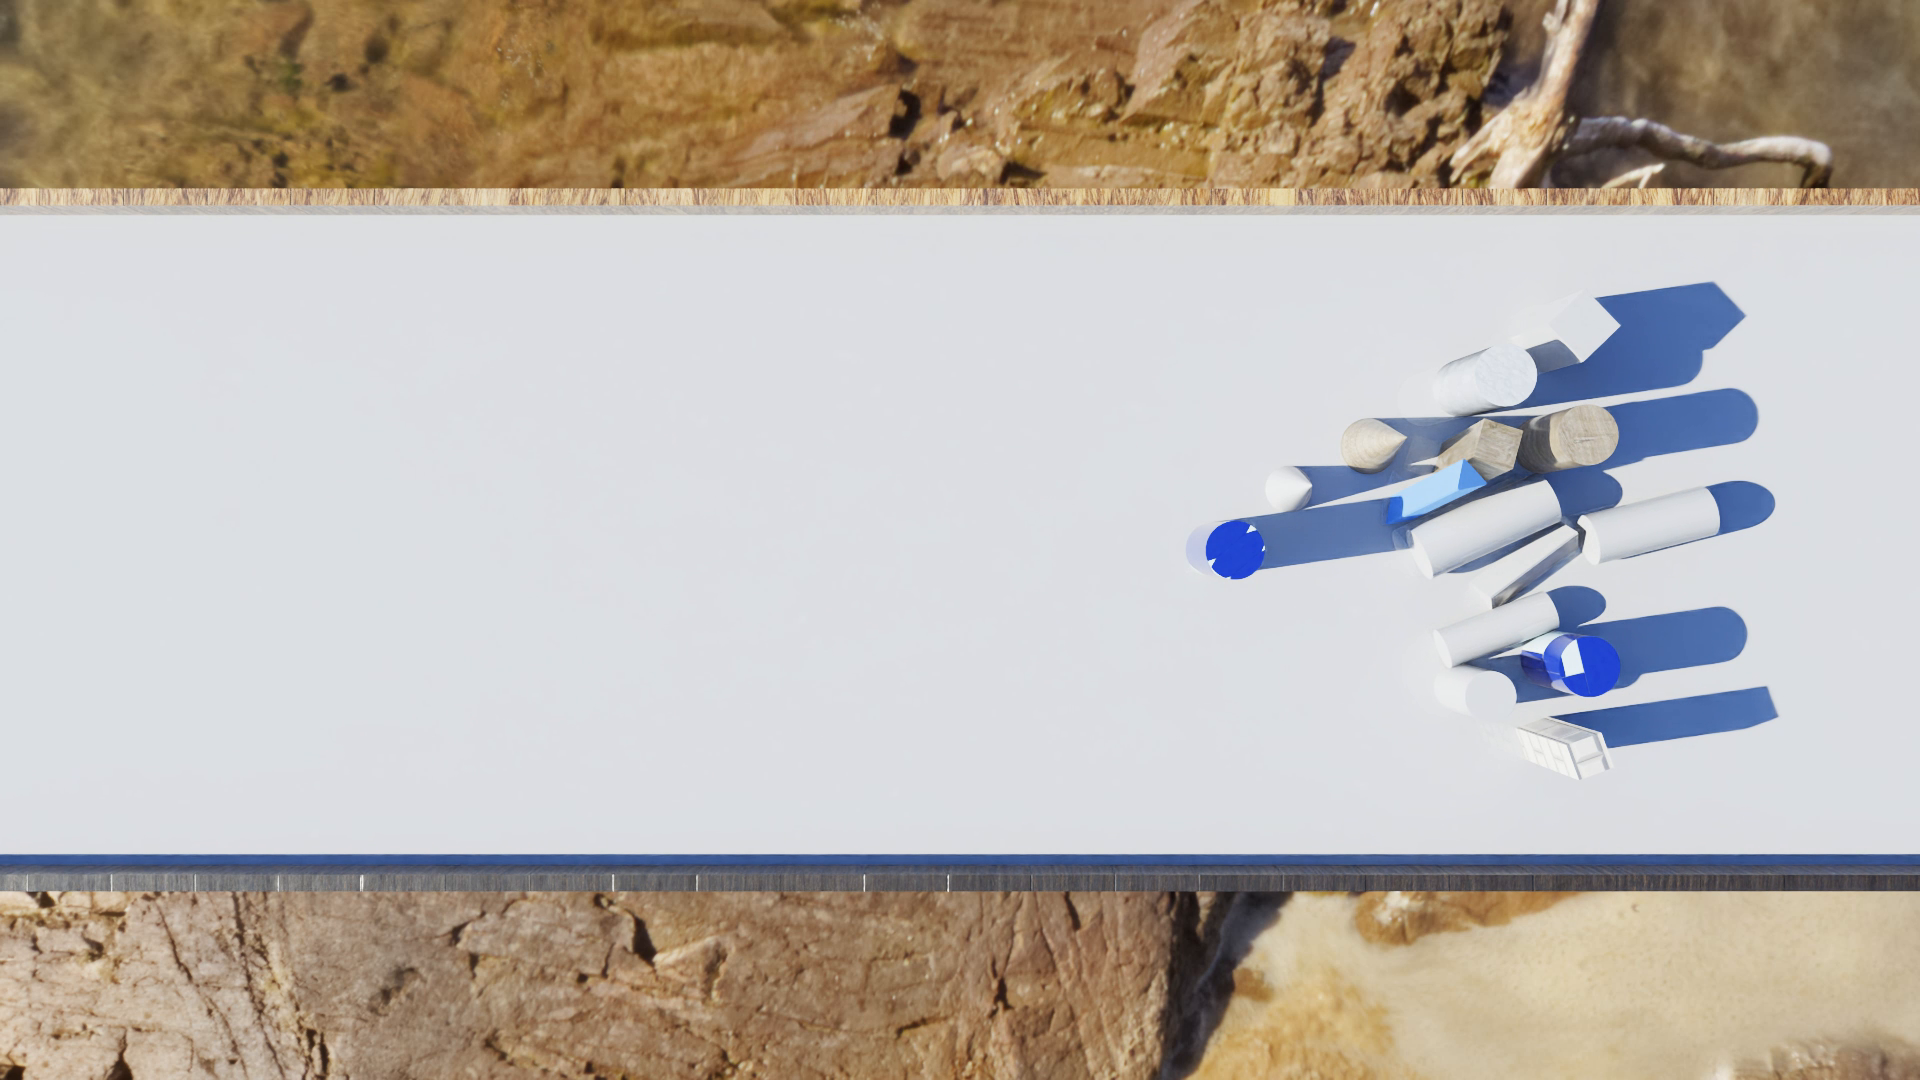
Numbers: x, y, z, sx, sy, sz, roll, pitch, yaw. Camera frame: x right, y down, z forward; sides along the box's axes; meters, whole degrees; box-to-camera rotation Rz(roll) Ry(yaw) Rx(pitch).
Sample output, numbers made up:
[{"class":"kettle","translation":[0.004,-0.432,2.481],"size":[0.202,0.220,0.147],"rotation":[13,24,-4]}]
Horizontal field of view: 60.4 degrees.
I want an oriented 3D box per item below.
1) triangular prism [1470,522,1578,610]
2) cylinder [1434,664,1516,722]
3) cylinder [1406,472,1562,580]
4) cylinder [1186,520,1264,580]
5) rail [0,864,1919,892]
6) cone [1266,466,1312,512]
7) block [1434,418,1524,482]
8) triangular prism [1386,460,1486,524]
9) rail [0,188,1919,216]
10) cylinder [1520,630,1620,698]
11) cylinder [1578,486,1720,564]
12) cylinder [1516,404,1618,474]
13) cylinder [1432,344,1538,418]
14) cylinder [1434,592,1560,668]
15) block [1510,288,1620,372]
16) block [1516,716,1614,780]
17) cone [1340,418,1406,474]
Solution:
[{"class":"triangular prism","translation":[1.733,0.077,5.025],"size":[0.329,0.097,0.112],"rotation":[-37,90,0]},{"class":"cylinder","translation":[1.533,0.453,4.920],"size":[0.150,0.312,0.150],"rotation":[0,90,0]},{"class":"cylinder","translation":[1.584,-0.042,4.995],"size":[0.423,0.164,0.164],"rotation":[-24,90,0]},{"class":"cylinder","translation":[0.777,0.029,4.867],"size":[0.167,0.419,0.167],"rotation":[0,90,0]},{"class":"rail","translation":[-2.247,1.025,5.001],"size":[12.000,0.150,0.050],"rotation":[0,90,0]},{"class":"cone","translation":[1.012,-0.157,4.907],"size":[0.144,0.340,0.144],"rotation":[0,90,0]},{"class":"block","translation":[1.529,-0.251,4.886],"size":[0.116,0.368,0.116],"rotation":[18,82,0]},{"class":"triangular prism","translation":[1.392,-0.144,4.878],"size":[0.096,0.406,0.083],"rotation":[-11,80,-18]},{"class":"rail","translation":[-2.247,-1.025,5.002],"size":[12.000,0.150,0.050],"rotation":[0,90,0]},{"class":"cylinder","translation":[1.813,0.365,4.912],"size":[0.176,0.329,0.176],"rotation":[0,90,0]},{"class":"cylinder","translation":[2.084,-0.044,4.999],"size":[0.369,0.155,0.155],"rotation":[-14,90,0]},{"class":"cylinder","translation":[1.792,-0.296,4.893],"size":[0.175,0.361,0.175],"rotation":[0,88,-1]},{"class":"cylinder","translation":[1.544,-0.467,4.870],"size":[0.177,0.413,0.177],"rotation":[0,90,0]},{"class":"cylinder","translation":[1.629,0.272,5.014],"size":[0.346,0.124,0.124],"rotation":[-20,90,0]},{"class":"block","translation":[1.798,-0.619,4.913],"size":[0.149,0.327,0.149],"rotation":[-44,90,0]},{"class":"block","translation":[1.777,0.611,4.864],"size":[0.105,0.425,0.105],"rotation":[-20,90,0]},{"class":"cone","translation":[1.258,-0.289,4.857],"size":[0.174,0.440,0.174],"rotation":[0,90,0]}]
